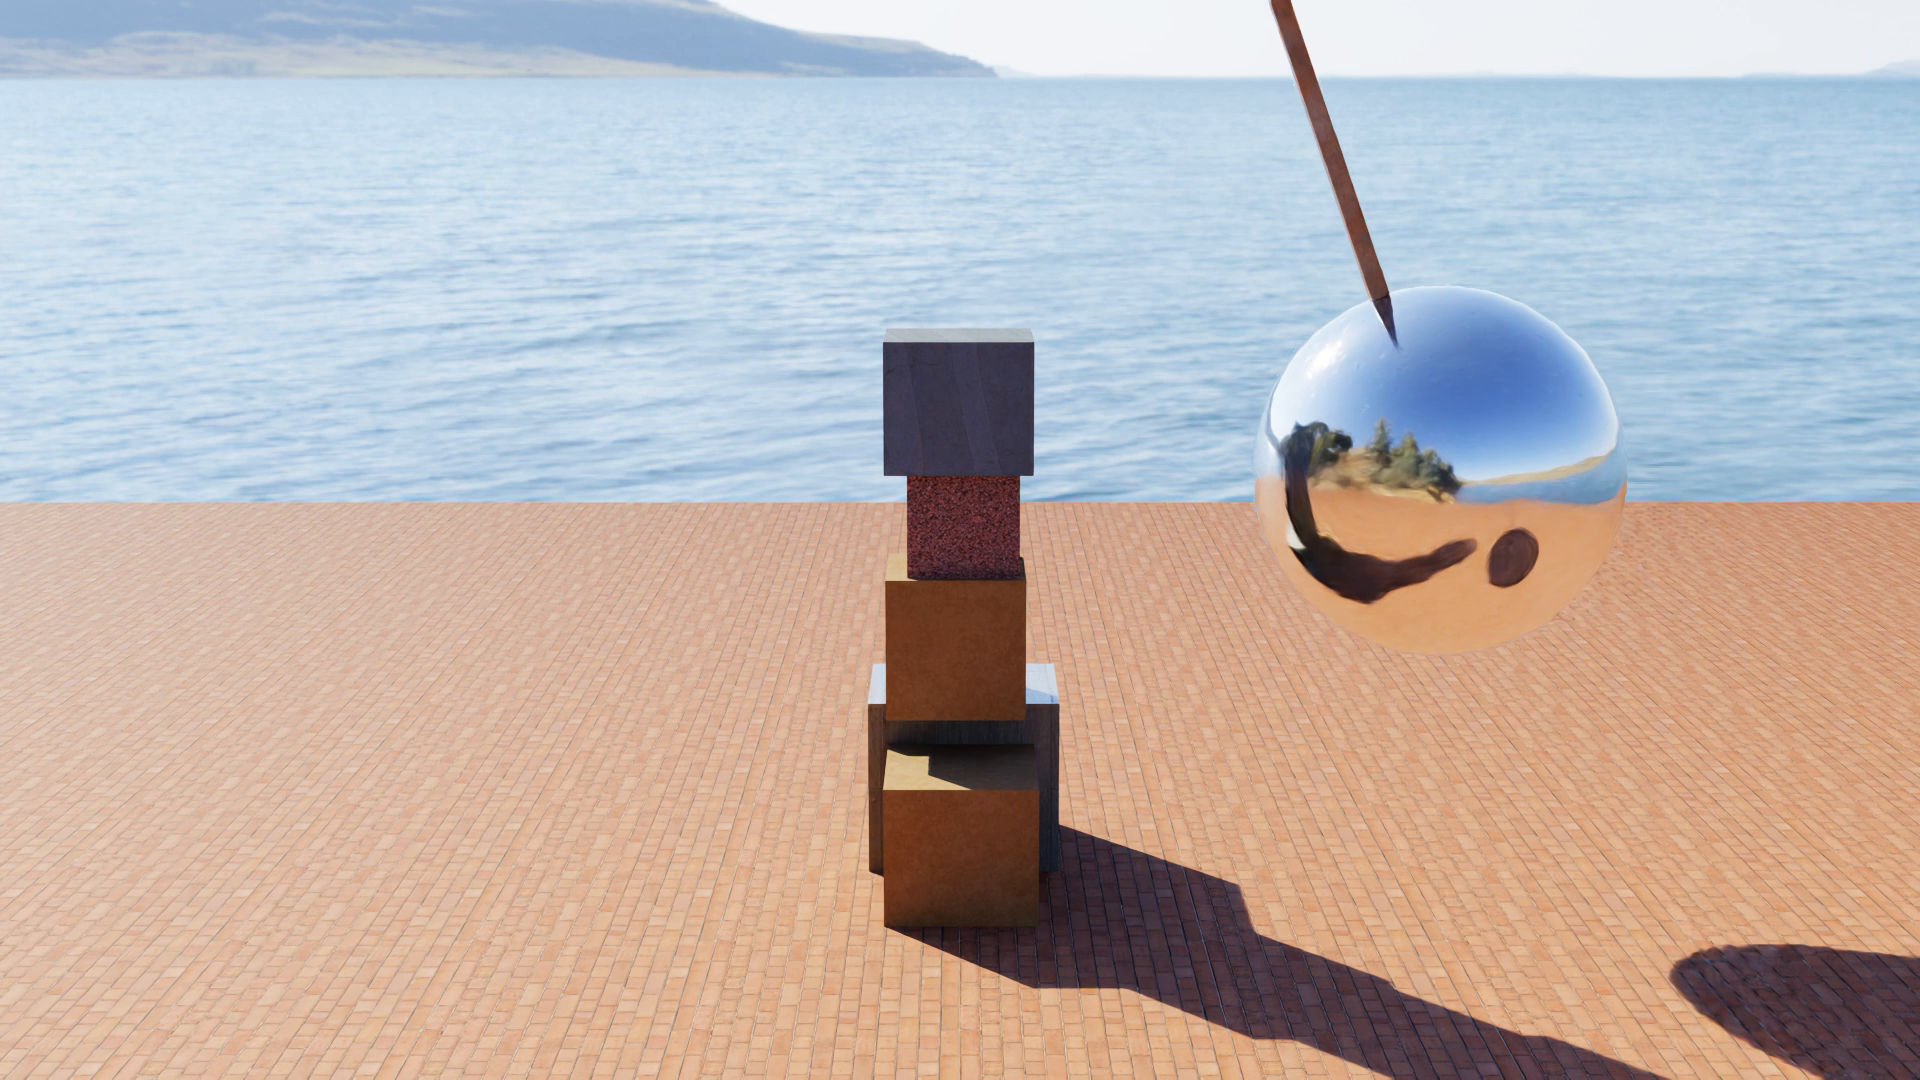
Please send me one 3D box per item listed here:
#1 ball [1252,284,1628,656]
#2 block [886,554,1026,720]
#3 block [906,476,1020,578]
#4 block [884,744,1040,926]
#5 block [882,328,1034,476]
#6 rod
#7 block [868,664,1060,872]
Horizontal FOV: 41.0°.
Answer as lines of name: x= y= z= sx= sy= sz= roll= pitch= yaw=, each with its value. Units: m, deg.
ball: x=2.074 y=-0.302 z=11.125 sx=1.600 sy=1.600 sz=1.600 roll=0 pitch=10 yaw=0
block: x=-0.018 y=0.417 z=11.256 sx=0.600 sy=0.611 sz=0.629 roll=0 pitch=10 yaw=0
block: x=0.015 y=-0.103 z=11.162 sx=0.481 sy=0.447 sz=0.512 roll=0 pitch=10 yaw=0
block: x=0.005 y=1.256 z=11.010 sx=0.645 sy=0.590 sz=0.738 roll=0 pitch=10 yaw=0
block: x=-0.006 y=-0.602 z=11.071 sx=0.635 sy=0.567 sz=0.593 roll=0 pitch=10 yaw=0
rod: x=0.899 y=-3.441 z=10.555 sx=0.080 sy=5.200 sz=0.080 roll=-20 pitch=10 yaw=4
block: x=0.016 y=1.030 z=11.748 sx=0.845 sy=0.770 sz=0.775 roll=0 pitch=10 yaw=0
